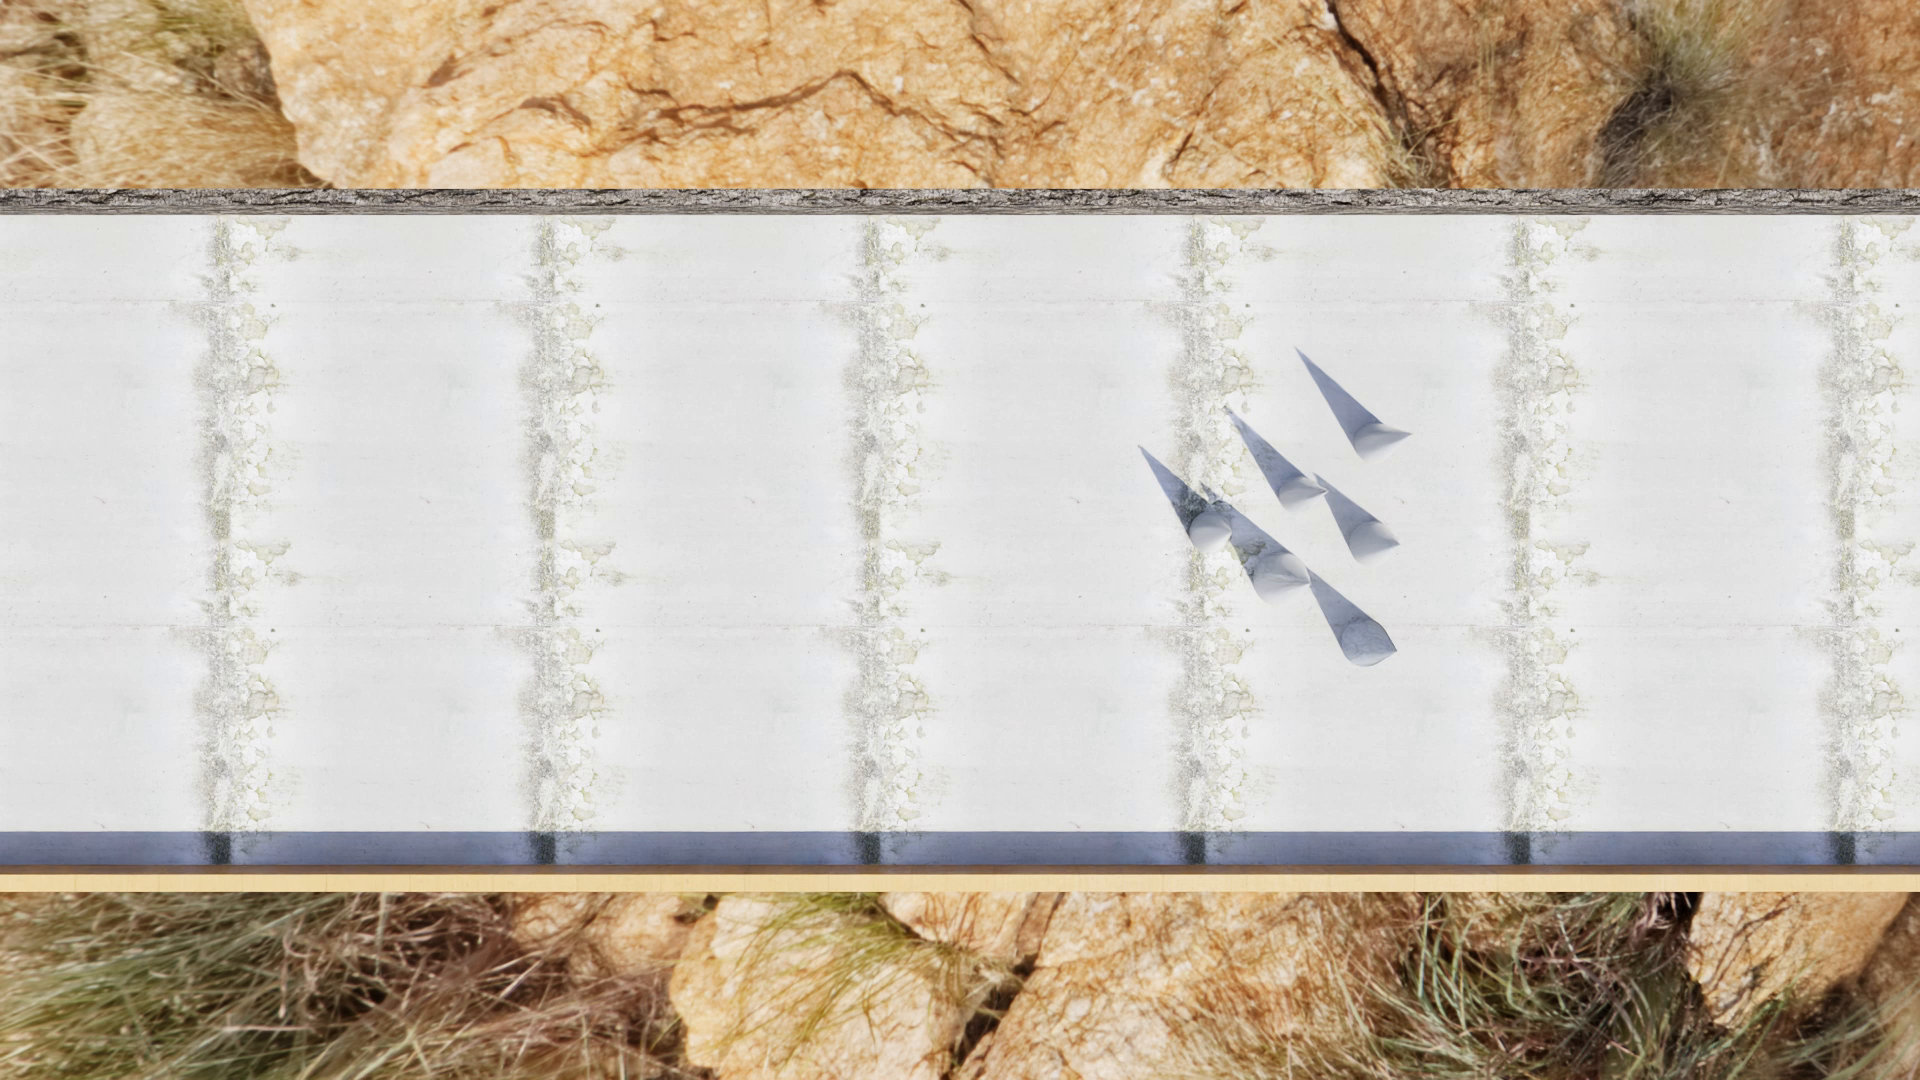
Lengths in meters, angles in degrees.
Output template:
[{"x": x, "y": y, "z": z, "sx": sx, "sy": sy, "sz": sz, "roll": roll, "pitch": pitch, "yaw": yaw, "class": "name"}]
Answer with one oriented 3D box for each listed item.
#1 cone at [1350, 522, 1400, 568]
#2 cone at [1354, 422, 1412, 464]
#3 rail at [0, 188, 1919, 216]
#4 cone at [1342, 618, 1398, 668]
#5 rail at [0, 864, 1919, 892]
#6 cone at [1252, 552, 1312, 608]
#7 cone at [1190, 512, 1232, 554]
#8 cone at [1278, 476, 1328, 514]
[{"x": 1.270, "y": 0.013, "z": 4.912, "sx": 0.143, "sy": 0.329, "sz": 0.143, "roll": 0, "pitch": 90, "yaw": 0, "class": "cone"}, {"x": 1.275, "y": -0.299, "z": 4.857, "sx": 0.126, "sy": 0.439, "sz": 0.126, "roll": 0, "pitch": 90, "yaw": 0, "class": "cone"}, {"x": -2.247, "y": -1.025, "z": 5.002, "sx": 12.000, "sy": 0.150, "sz": 0.050, "roll": 0, "pitch": 90, "yaw": 0, "class": "rail"}, {"x": 1.247, "y": 0.317, "z": 4.887, "sx": 0.148, "sy": 0.378, "sz": 0.148, "roll": 0, "pitch": 90, "yaw": 0, "class": "cone"}, {"x": -2.247, "y": 1.025, "z": 5.001, "sx": 12.000, "sy": 0.150, "sz": 0.050, "roll": 0, "pitch": 90, "yaw": 0, "class": "rail"}, {"x": 0.988, "y": 0.121, "z": 4.856, "sx": 0.172, "sy": 0.441, "sz": 0.172, "roll": 0, "pitch": 90, "yaw": 0, "class": "cone"}, {"x": 0.772, "y": -0.024, "z": 4.875, "sx": 0.132, "sy": 0.403, "sz": 0.132, "roll": 0, "pitch": 90, "yaw": 0, "class": "cone"}, {"x": 1.040, "y": -0.139, "z": 4.865, "sx": 0.120, "sy": 0.423, "sz": 0.120, "roll": 0, "pitch": 90, "yaw": 0, "class": "cone"}]
